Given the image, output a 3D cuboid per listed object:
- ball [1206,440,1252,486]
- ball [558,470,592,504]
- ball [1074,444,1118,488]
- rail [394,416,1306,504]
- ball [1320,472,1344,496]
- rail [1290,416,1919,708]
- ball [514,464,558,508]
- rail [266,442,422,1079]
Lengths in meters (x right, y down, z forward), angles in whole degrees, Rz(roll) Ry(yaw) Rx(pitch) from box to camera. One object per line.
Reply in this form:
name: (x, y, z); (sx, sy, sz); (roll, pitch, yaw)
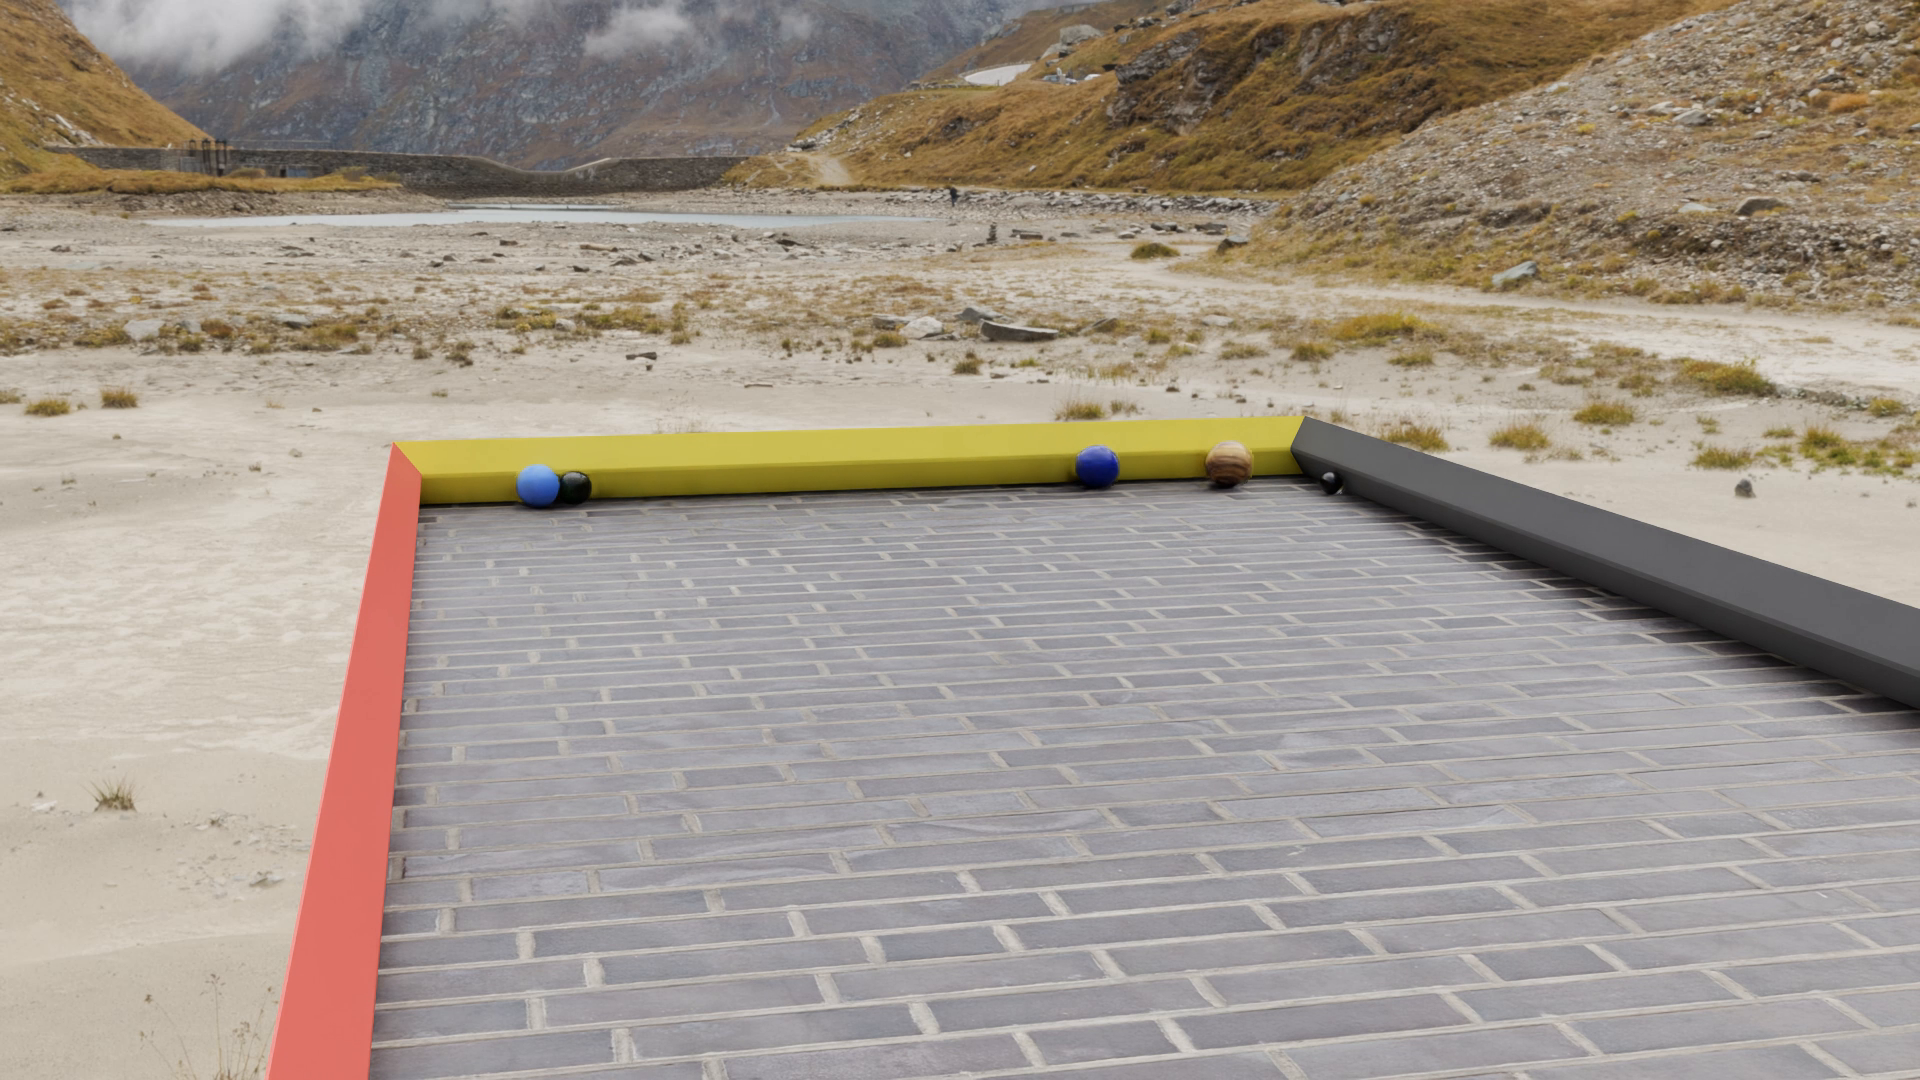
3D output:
ball: (0.464, -0.131, 3.796); (0.079, 0.079, 0.079); (0, 10, 0)
ball: (-0.632, -0.085, 3.605); (0.056, 0.056, 0.056); (0, 10, 0)
ball: (0.235, -0.126, 3.781); (0.075, 0.075, 0.075); (0, 10, 0)
rail: (-0.149, -0.136, 3.750); (1.587, 0.103, 0.045); (-2, 10, -13)
ball: (0.627, -0.096, 3.708); (0.040, 0.040, 0.040); (0, 10, 0)
rail: (0.905, 0.068, 2.608); (0.045, 0.103, 2.778); (-2, 10, -13)
ball: (-0.688, -0.088, 3.577); (0.071, 0.071, 0.071); (0, 10, 0)
rail: (-0.596, 0.128, 2.271); (0.045, 0.103, 2.778); (-2, 10, -13)
